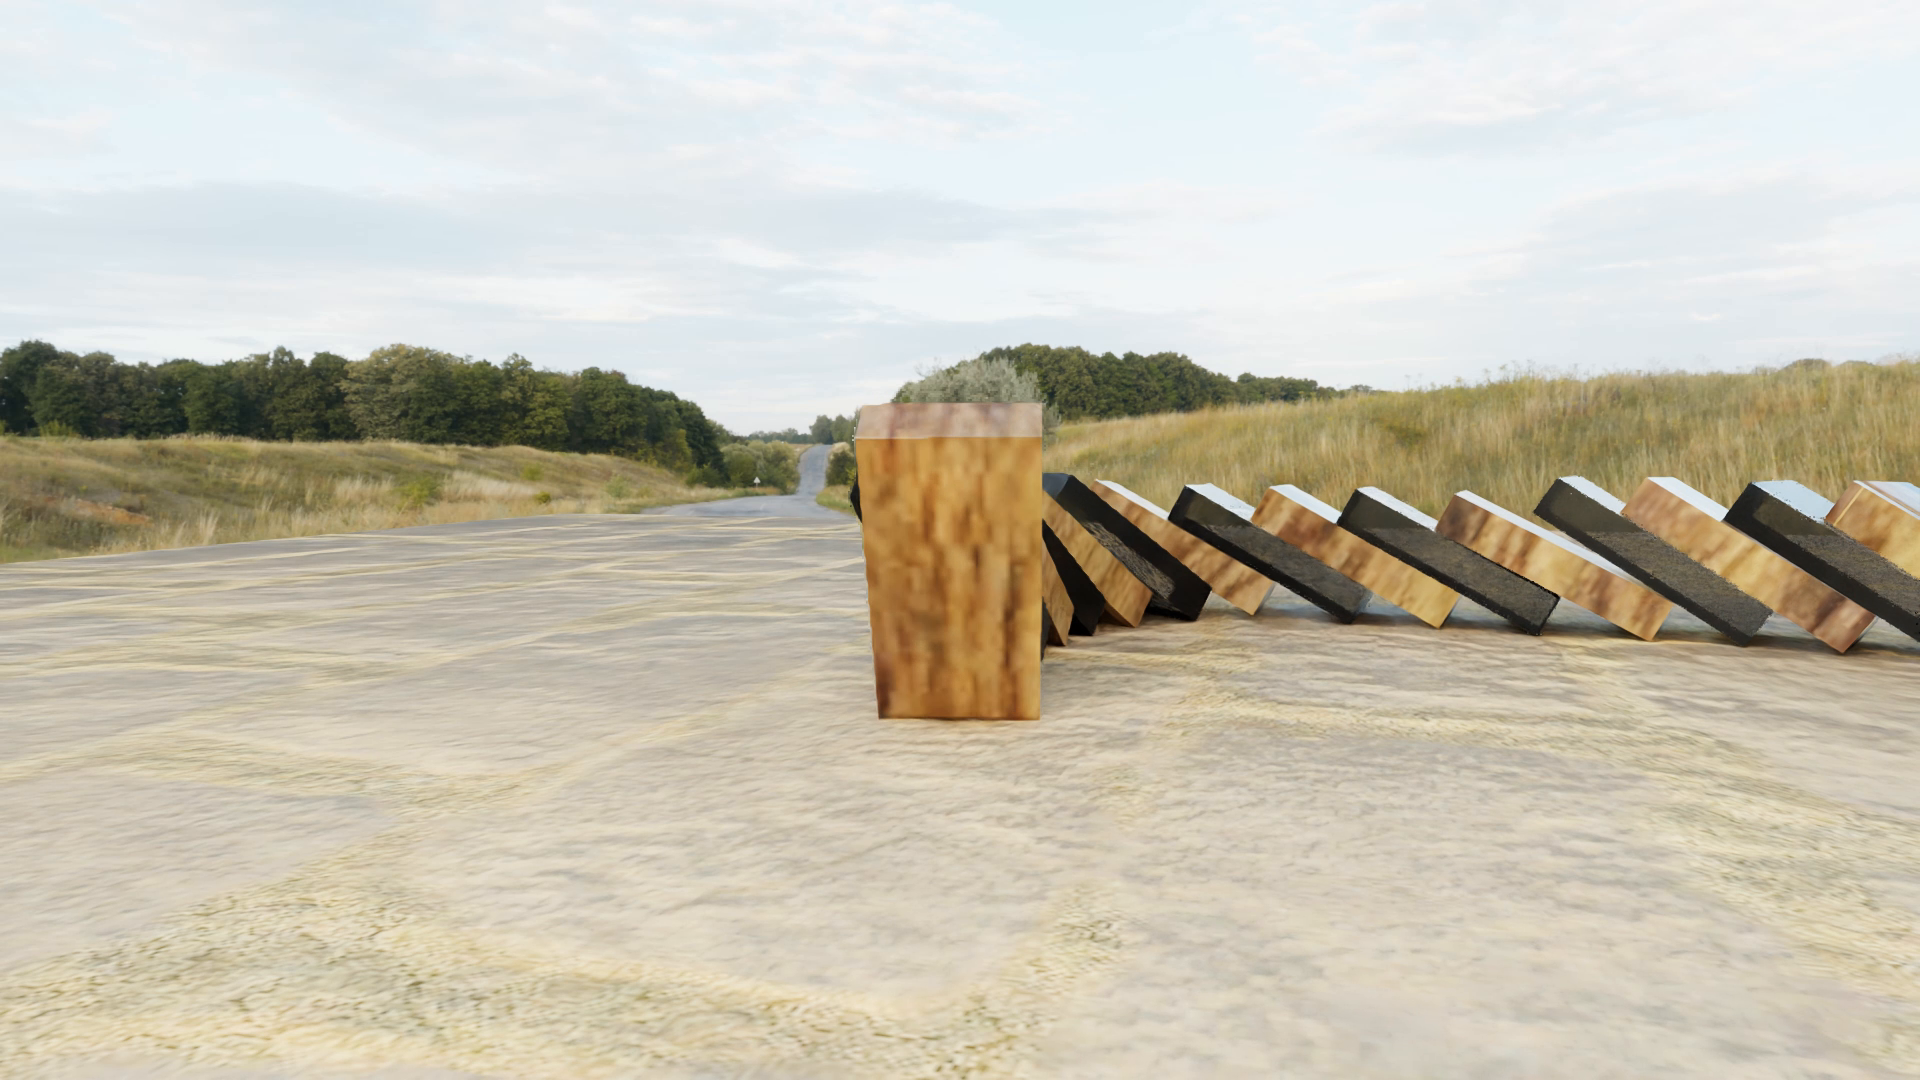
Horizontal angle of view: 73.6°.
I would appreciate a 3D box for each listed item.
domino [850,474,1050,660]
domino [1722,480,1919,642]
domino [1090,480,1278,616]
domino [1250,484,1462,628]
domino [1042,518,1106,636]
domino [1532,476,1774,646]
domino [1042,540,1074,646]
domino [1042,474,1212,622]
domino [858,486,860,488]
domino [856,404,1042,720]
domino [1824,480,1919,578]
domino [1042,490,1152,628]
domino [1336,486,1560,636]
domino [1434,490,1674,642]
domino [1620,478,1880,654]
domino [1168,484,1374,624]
[{"bbox_3d":[0.000,0.004,0.241,0.025,0.009,0.050,1,-37,18],"label":"domino"},{"bbox_3d":[0.188,0.005,0.266,0.025,0.010,0.050,-3,37,-39],"label":"domino"},{"bbox_3d":[0.056,0.001,0.326,0.050,0.009,0.025,31,10,15],"label":"domino"},{"bbox_3d":[0.098,0.003,0.313,0.050,0.009,0.025,32,17,21],"label":"domino"},{"bbox_3d":[0.009,0.003,0.277,0.025,0.010,0.050,3,-32,38],"label":"domino"},{"bbox_3d":[0.156,0.003,0.288,0.050,0.010,0.025,40,25,27],"label":"domino"},{"bbox_3d":[0.004,0.004,0.258,0.025,0.009,0.050,2,-34,23],"label":"domino"},{"bbox_3d":[0.034,0.002,0.307,0.050,0.009,0.025,36,-14,-27],"label":"domino"},{"bbox_3d":[-0.001,0.005,0.206,0.025,0.050,0.010,0,45,4],"label":"domino"},{"bbox_3d":[-0.001,0.004,0.188,0.025,0.050,0.009,0,34,3],"label":"domino"},{"bbox_3d":[0.202,0.006,0.253,0.025,0.010,0.050,-1,35,-32],"label":"domino"},{"bbox_3d":[0.019,0.002,0.294,0.050,0.009,0.025,41,-21,-34],"label":"domino"},{"bbox_3d":[0.116,0.004,0.303,0.050,0.010,0.025,32,17,21],"label":"domino"},{"bbox_3d":[0.136,0.005,0.295,0.050,0.009,0.025,31,17,22],"label":"domino"},{"bbox_3d":[0.172,0.004,0.278,0.025,0.010,0.050,-3,38,-49],"label":"domino"},{"bbox_3d":[0.079,0.002,0.321,0.050,0.009,0.025,32,16,20],"label":"domino"}]
